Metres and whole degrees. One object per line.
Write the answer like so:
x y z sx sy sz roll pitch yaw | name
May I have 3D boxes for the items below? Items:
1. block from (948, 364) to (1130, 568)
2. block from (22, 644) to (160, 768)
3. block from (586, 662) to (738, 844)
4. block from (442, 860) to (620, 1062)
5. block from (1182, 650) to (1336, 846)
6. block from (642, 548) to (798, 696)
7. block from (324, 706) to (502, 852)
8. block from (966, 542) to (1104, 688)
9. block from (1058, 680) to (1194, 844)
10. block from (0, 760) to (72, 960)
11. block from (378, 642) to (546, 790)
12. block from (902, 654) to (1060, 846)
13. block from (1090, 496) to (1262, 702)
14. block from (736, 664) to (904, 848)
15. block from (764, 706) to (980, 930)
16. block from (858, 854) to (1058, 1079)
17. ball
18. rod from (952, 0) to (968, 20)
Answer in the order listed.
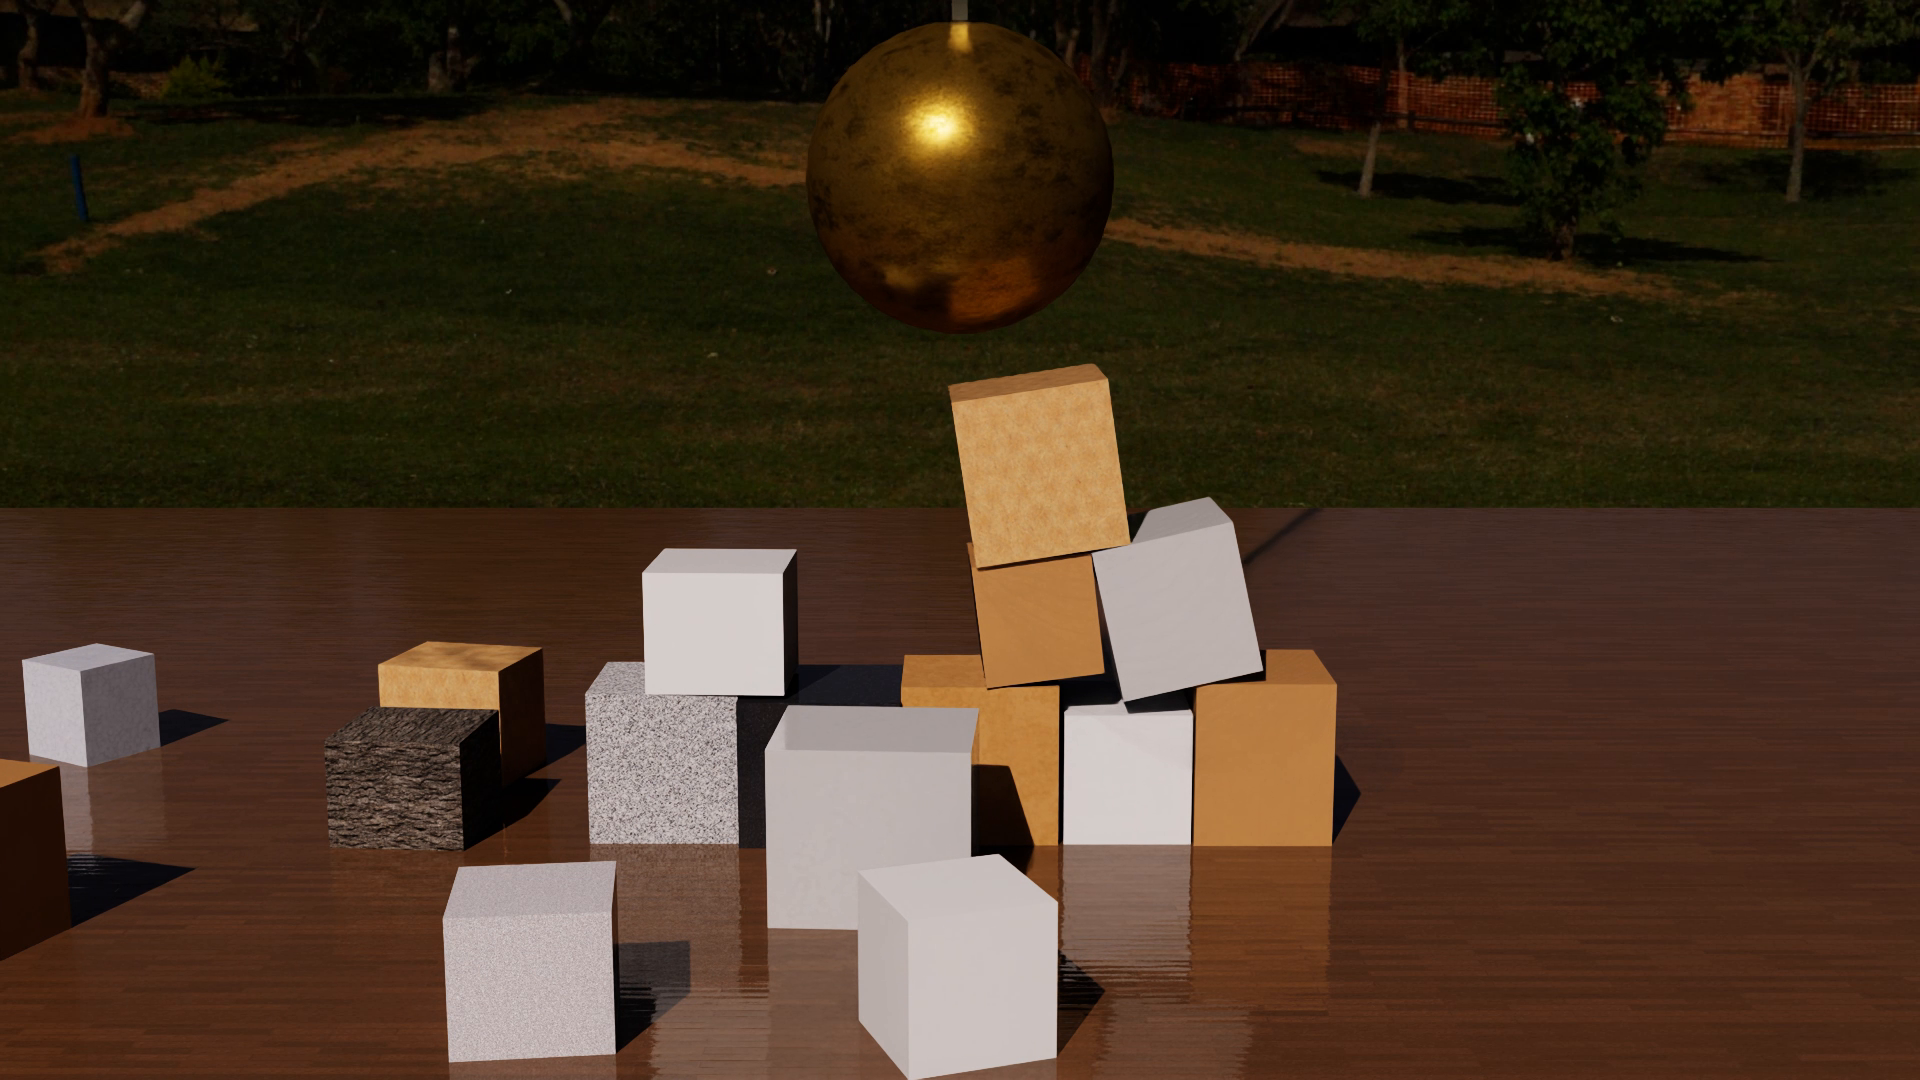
0.388 -0.390 11.096 0.766 0.824 0.775 -9 10 0 | block
-5.040 0.951 12.768 0.517 0.560 0.502 6 12 31 | block
-1.491 1.091 11.393 0.761 0.777 0.693 0 10 0 | block
-1.693 1.668 8.769 0.635 0.581 0.612 -1 10 -7 | block
1.526 1.063 11.380 0.697 0.838 0.756 0 10 0 | block
-1.211 0.410 11.236 0.695 0.618 0.657 0 10 2 | block
-2.797 1.218 11.307 0.691 0.557 0.667 1 10 5 | block
0.378 0.339 11.207 0.593 0.617 0.671 -7 10 -1 | block
0.844 1.143 11.407 0.643 0.670 0.728 0 10 0 | block
-4.460 1.413 9.678 0.717 0.758 0.659 4 11 19 | block
-2.786 0.975 12.355 0.712 0.662 0.591 2 11 13 | block
0.101 1.074 11.365 0.789 0.820 0.700 0 10 0 | block
1.063 0.288 11.244 0.709 0.768 0.805 -13 10 0 | block
-0.702 1.106 11.374 0.816 0.754 0.811 0 10 0 | block
-0.388 1.277 10.216 0.919 0.831 0.786 1 10 3 | block
-0.017 1.664 8.652 0.606 0.631 0.619 -4 11 -20 | block
0.000 -1.873 11.403 1.600 1.600 1.600 0 10 0 | ball
0.000 -5.148 10.488 0.080 5.200 0.080 0 16 0 | rod
